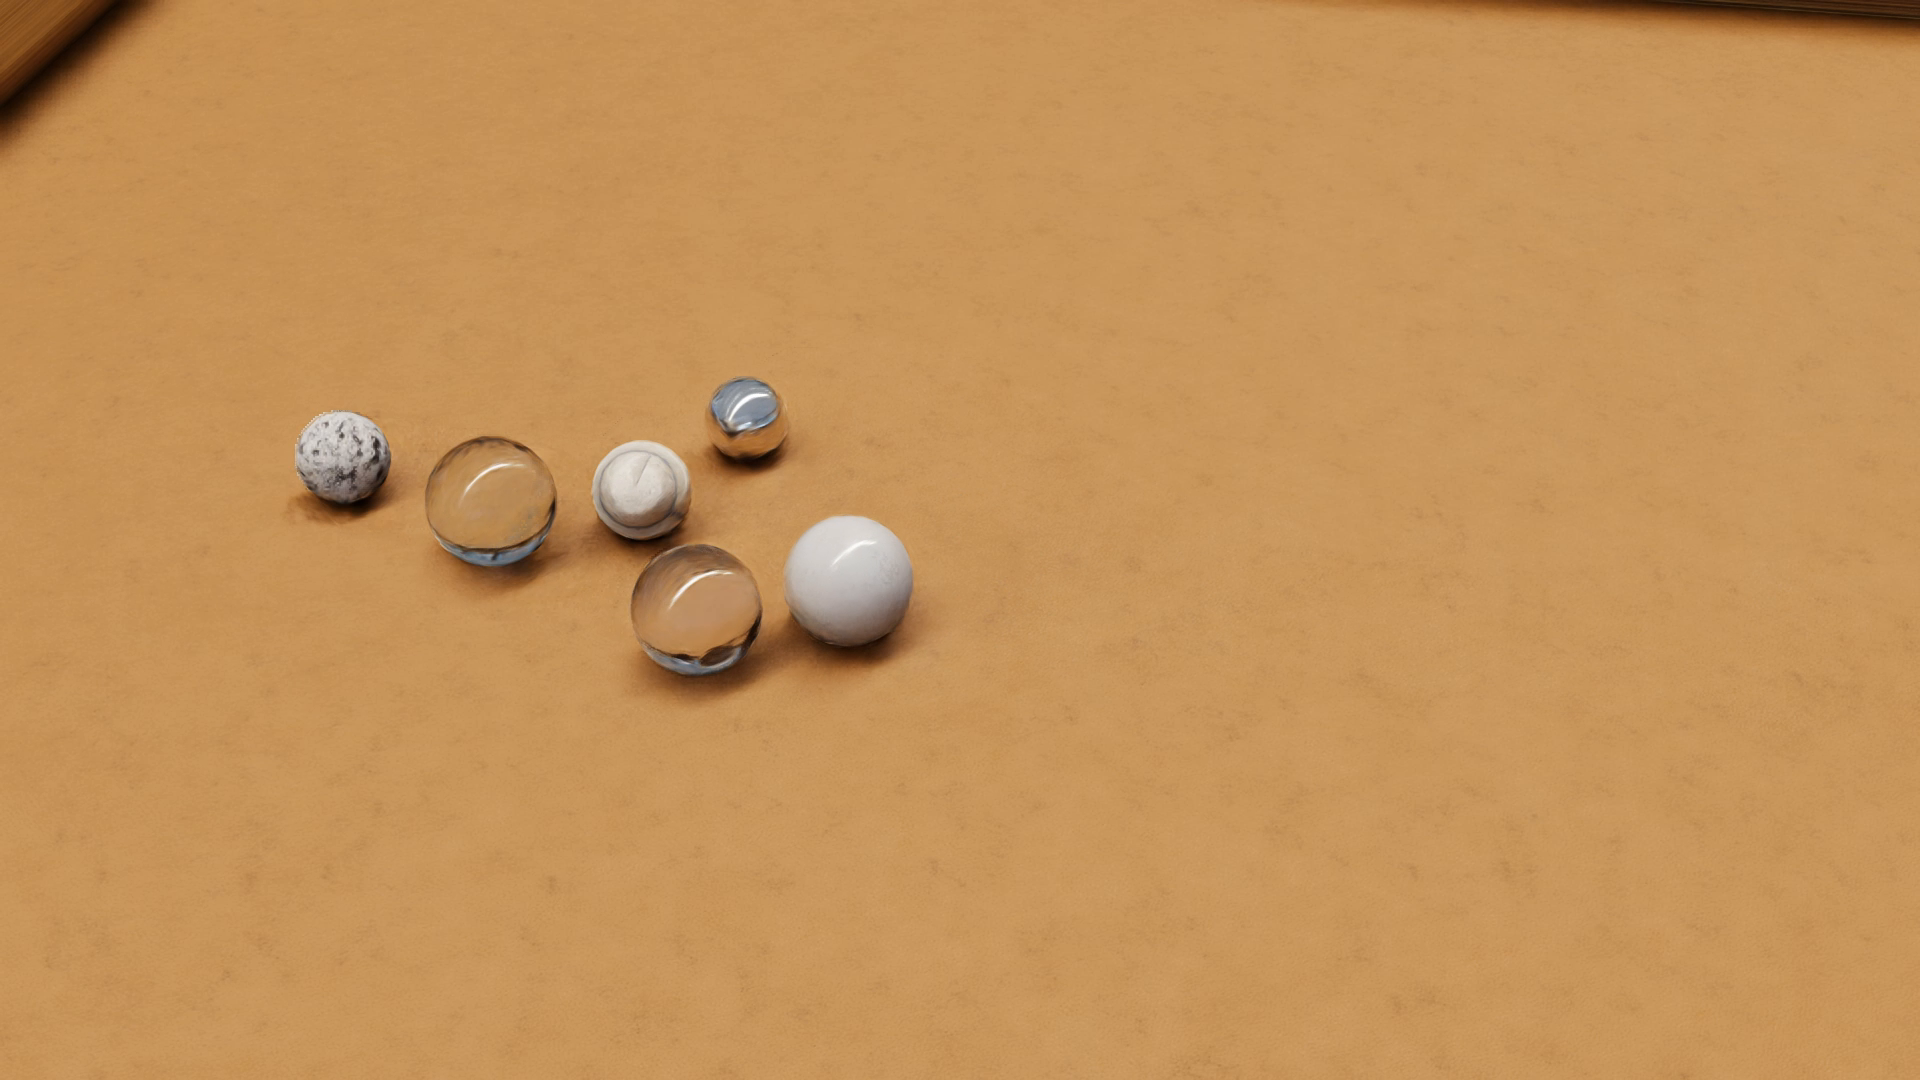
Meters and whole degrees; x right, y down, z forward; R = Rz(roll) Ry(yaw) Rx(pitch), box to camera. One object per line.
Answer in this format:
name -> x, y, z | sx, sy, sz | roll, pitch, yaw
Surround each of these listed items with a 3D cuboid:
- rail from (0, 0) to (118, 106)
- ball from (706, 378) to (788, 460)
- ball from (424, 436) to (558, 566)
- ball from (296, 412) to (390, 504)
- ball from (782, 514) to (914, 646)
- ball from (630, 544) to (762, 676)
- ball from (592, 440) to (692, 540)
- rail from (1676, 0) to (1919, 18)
rail -> -0.985, -0.118, 1.900 | 0.045, 0.119, 2.245 | 6, 35, 8
ball -> -0.159, -0.090, 1.911 | 0.062, 0.062, 0.062 | 0, 35, 0
ball -> -0.328, -0.027, 1.796 | 0.092, 0.092, 0.092 | 0, 35, 0
ball -> -0.448, -0.060, 1.864 | 0.067, 0.067, 0.067 | 0, 35, 0
ball -> -0.075, 0.027, 1.721 | 0.088, 0.088, 0.088 | 0, 35, 0
ball -> -0.174, 0.046, 1.695 | 0.088, 0.088, 0.088 | 0, 35, 0
ball -> -0.226, -0.035, 1.826 | 0.071, 0.071, 0.071 | 0, 35, 0
rail -> 1.198, -0.539, 2.499 | 4.094, 0.119, 0.045 | 6, 35, 8
